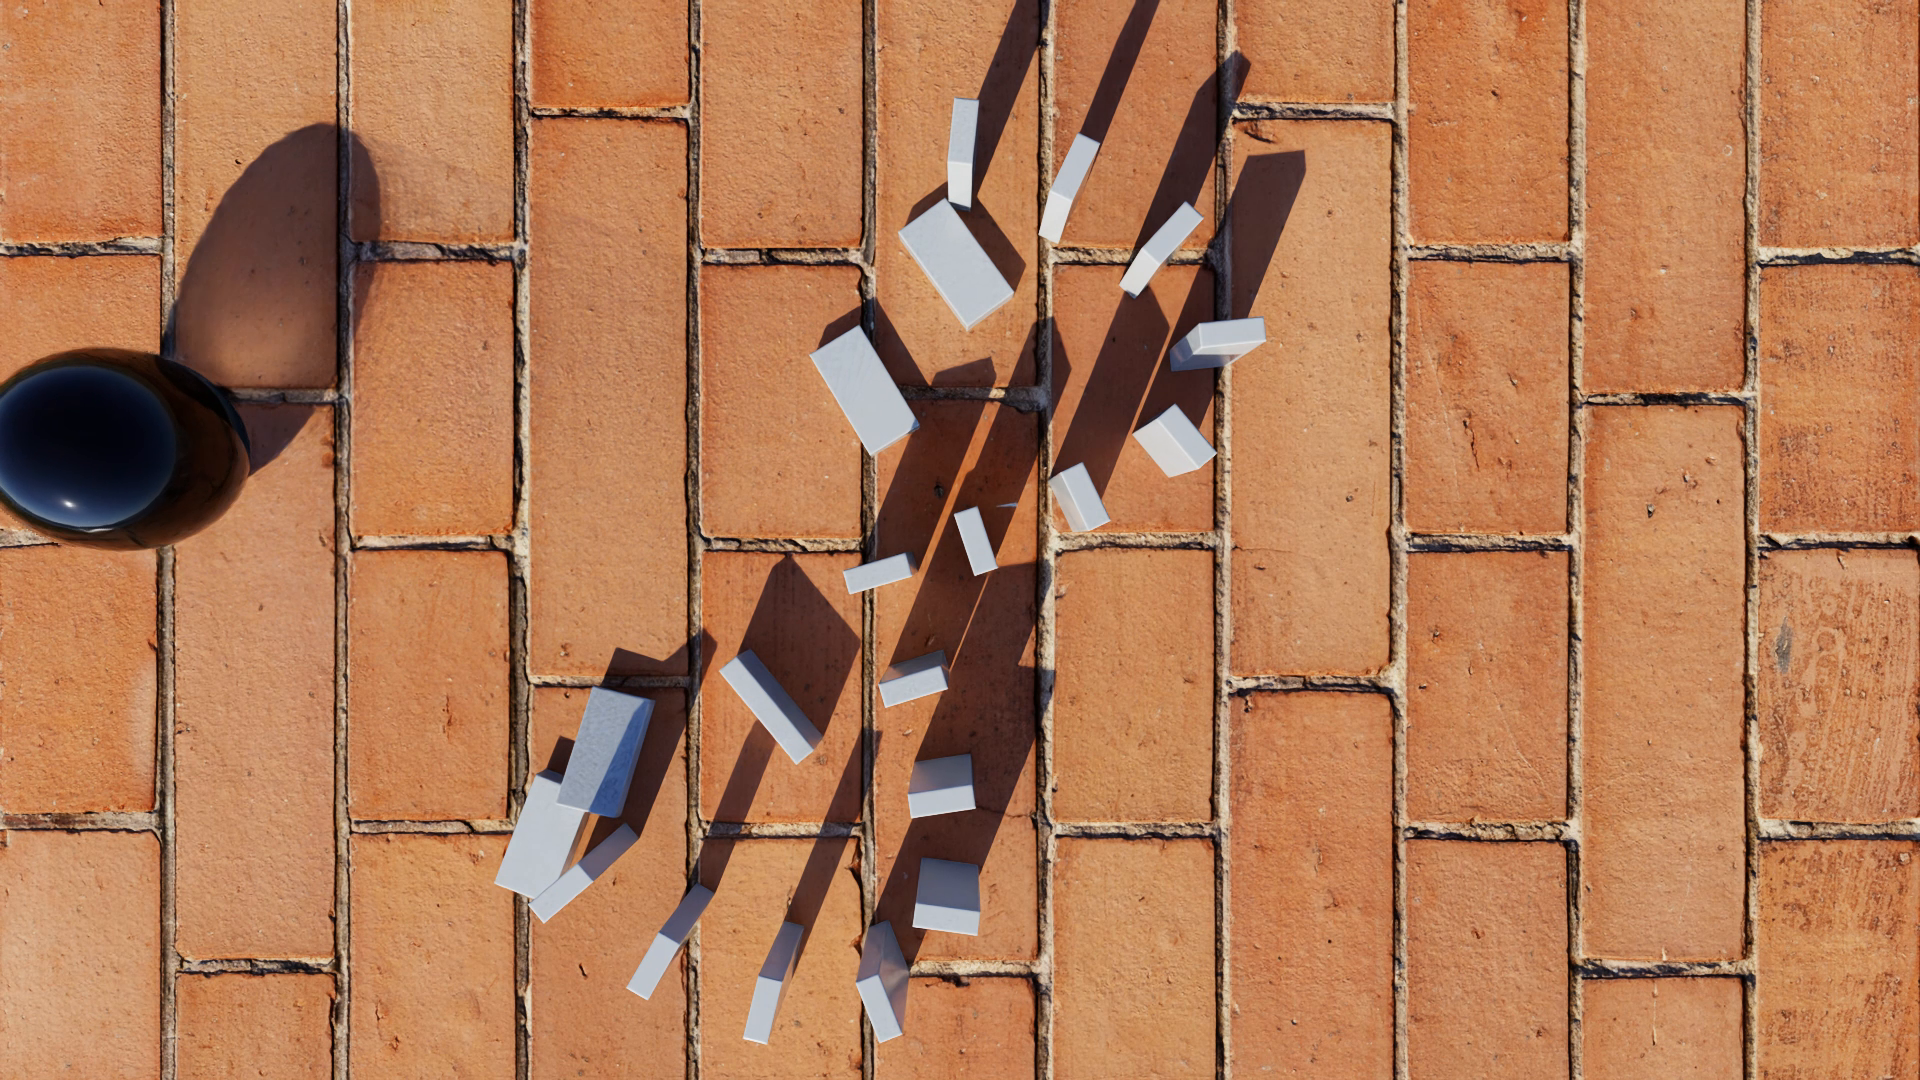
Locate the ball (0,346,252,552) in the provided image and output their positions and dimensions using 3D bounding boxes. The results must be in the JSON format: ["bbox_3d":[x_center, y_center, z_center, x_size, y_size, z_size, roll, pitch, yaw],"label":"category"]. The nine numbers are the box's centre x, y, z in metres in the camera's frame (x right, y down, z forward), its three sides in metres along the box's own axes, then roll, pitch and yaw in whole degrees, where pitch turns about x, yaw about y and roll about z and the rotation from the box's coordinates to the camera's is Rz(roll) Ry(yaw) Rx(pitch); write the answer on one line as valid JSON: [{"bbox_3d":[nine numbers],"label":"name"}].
[{"bbox_3d":[-0.329,-0.035,0.360,0.080,0.080,0.080,0,90,0],"label":"ball"}]

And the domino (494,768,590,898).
[{"bbox_3d":[-0.178,0.128,0.395,0.025,0.010,0.050,21,90,0],"label":"domino"}]

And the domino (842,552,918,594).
[{"bbox_3d":[-0.032,0.013,0.375,0.025,0.050,0.010,-16,90,0],"label":"domino"}]

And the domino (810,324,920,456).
[{"bbox_3d":[-0.041,-0.064,0.395,0.025,0.010,0.050,-31,90,0],"label":"domino"}]

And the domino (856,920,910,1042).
[{"bbox_3d":[-0.031,0.179,0.375,0.009,0.050,0.025,-22,90,0],"label":"domino"}]

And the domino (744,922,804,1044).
[{"bbox_3d":[-0.075,0.179,0.375,0.010,0.050,0.025,14,90,0],"label":"domino"}]

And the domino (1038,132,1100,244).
[{"bbox_3d":[0.044,-0.142,0.375,0.009,0.050,0.025,26,90,0],"label":"domino"}]

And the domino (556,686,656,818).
[{"bbox_3d":[-0.150,0.090,0.390,0.025,0.010,0.050,14,78,-1],"label":"domino"}]

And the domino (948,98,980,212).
[{"bbox_3d":[0.001,-0.156,0.375,0.009,0.050,0.025,6,90,0],"label":"domino"}]

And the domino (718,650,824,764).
[{"bbox_3d":[-0.079,0.070,0.388,0.010,0.025,0.050,-40,90,0],"label":"domino"}]

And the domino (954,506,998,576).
[{"bbox_3d":[0.006,0.000,0.375,0.010,0.050,0.025,-18,90,0],"label":"domino"}]

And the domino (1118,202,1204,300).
[{"bbox_3d":[0.081,-0.117,0.375,0.010,0.050,0.025,43,90,0],"label":"domino"}]

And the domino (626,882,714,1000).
[{"bbox_3d":[-0.117,0.163,0.375,0.010,0.050,0.025,30,90,0],"label":"domino"}]

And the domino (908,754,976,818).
[{"bbox_3d":[-0.007,0.100,0.375,0.025,0.050,0.010,-9,90,0],"label":"domino"}]

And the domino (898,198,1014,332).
[{"bbox_3d":[-0.002,-0.119,0.395,0.025,0.009,0.050,-36,90,0],"label":"domino"}]

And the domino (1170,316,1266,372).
[{"bbox_3d":[0.104,-0.079,0.375,0.025,0.050,0.009,-6,90,0],"label":"domino"}]

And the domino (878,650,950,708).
[{"bbox_3d":[-0.018,0.056,0.375,0.025,0.050,0.009,-17,90,0],"label":"domino"}]

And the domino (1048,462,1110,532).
[{"bbox_3d":[0.048,-0.017,0.375,0.009,0.050,0.025,-26,90,0],"label":"domino"}]

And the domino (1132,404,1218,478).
[{"bbox_3d":[0.087,-0.040,0.375,0.009,0.050,0.025,-40,90,0],"label":"domino"}]

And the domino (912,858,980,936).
[{"bbox_3d":[-0.005,0.145,0.375,0.025,0.050,0.010,8,90,0],"label":"domino"}]

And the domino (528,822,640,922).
[{"bbox_3d":[-0.153,0.135,0.375,0.025,0.050,0.010,-40,90,0],"label":"domino"}]
